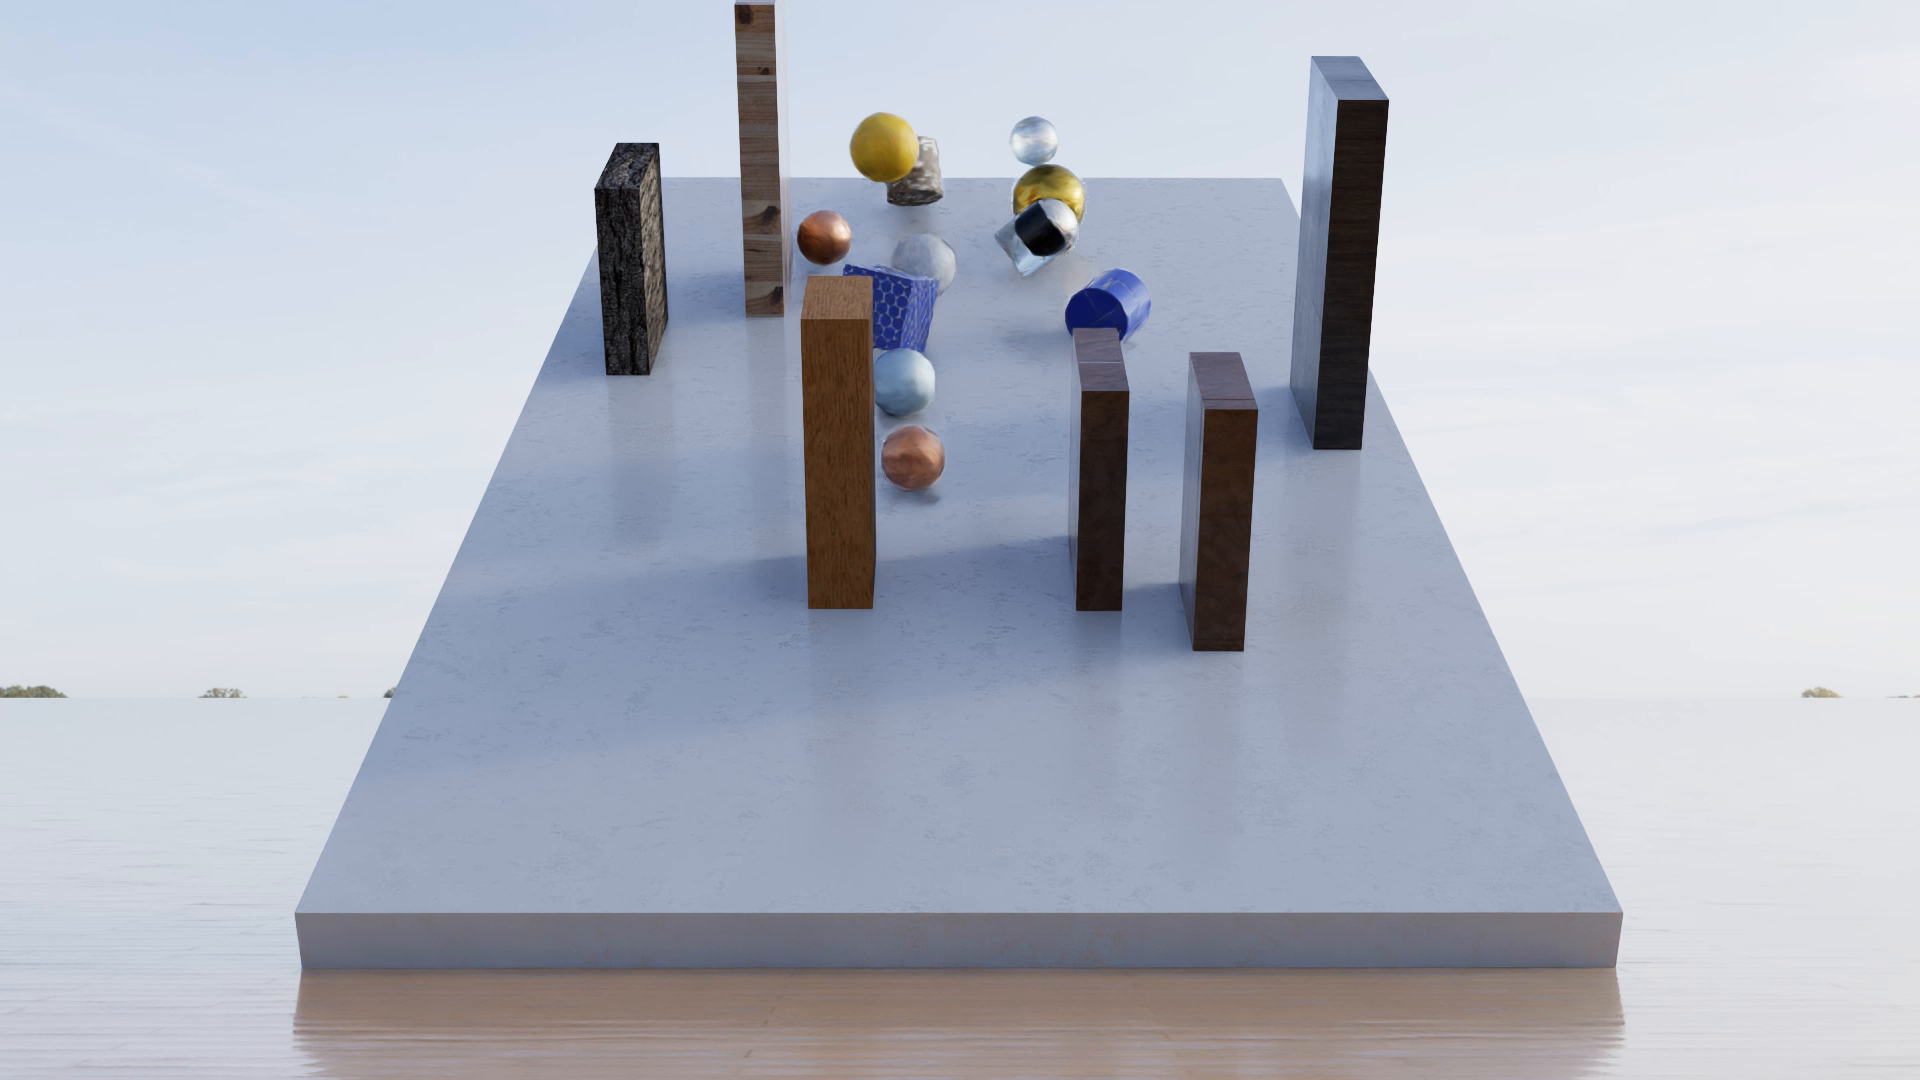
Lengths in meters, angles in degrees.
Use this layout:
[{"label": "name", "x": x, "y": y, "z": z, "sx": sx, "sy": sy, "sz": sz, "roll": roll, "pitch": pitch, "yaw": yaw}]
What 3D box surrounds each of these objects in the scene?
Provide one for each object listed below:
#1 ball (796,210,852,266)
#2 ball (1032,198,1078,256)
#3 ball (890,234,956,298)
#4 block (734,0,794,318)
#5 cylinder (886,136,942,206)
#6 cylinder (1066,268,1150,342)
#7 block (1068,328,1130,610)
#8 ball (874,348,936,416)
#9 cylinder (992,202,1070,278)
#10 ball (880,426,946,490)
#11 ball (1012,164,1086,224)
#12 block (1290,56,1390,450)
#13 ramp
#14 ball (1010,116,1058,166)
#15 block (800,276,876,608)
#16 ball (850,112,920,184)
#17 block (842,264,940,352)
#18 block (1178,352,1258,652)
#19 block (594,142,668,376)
[{"label": "ball", "x": -0.363, "y": -0.809, "z": 6.254, "sx": 0.148, "sy": 0.148, "sz": 0.148, "roll": 0, "pitch": -4, "yaw": 0}, {"label": "ball", "x": 0.241, "y": -0.846, "z": 6.332, "sx": 0.159, "sy": 0.159, "sz": 0.159, "roll": 0, "pitch": -4, "yaw": 0}, {"label": "ball", "x": -0.095, "y": -0.710, "z": 6.072, "sx": 0.173, "sy": 0.173, "sz": 0.173, "roll": 0, "pitch": -4, "yaw": 0}, {"label": "block", "x": -0.498, "y": -1.011, "z": 5.980, "sx": 0.097, "sy": 0.795, "sz": 0.383, "roll": 0, "pitch": 25, "yaw": 0}, {"label": "cylinder", "x": -0.138, "y": -1.072, "z": 6.793, "sx": 0.162, "sy": 0.162, "sz": 0.162, "roll": -6, "pitch": -8, "yaw": -1}, {"label": "cylinder", "x": 0.366, "y": -0.569, "z": 5.779, "sx": 0.163, "sy": 0.163, "sz": 0.163, "roll": -2, "pitch": 22, "yaw": 27}, {"label": "block", "x": 0.264, "y": -0.140, "z": 4.506, "sx": 0.088, "sy": 0.447, "sz": 0.344, "roll": 0, "pitch": 25, "yaw": 0}, {"label": "ball", "x": -0.133, "y": -0.360, "z": 5.332, "sx": 0.155, "sy": 0.155, "sz": 0.155, "roll": 0, "pitch": -4, "yaw": 0}, {"label": "cylinder", "x": 0.188, "y": -0.794, "z": 6.182, "sx": 0.147, "sy": 0.147, "sz": 0.147, "roll": -37, "pitch": -8, "yaw": 5}, {"label": "ball", "x": -0.100, "y": -0.174, "z": 4.946, "sx": 0.138, "sy": 0.138, "sz": 0.138, "roll": 0, "pitch": -4, "yaw": 0}, {"label": "ball", "x": 0.250, "y": -0.951, "z": 6.555, "sx": 0.208, "sy": 0.208, "sz": 0.208, "roll": 0, "pitch": -4, "yaw": 0}, {"label": "block", "x": 0.836, "y": -0.639, "z": 5.190, "sx": 0.107, "sy": 0.785, "sz": 0.396, "roll": 0, "pitch": 25, "yaw": 0}, {"label": "ramp", "x": -0.009, "y": -0.229, "z": 5.353, "sx": 2.000, "sy": 0.100, "sz": 4.000, "roll": 0, "pitch": 25, "yaw": 0}, {"label": "ball", "x": 0.207, "y": -1.111, "z": 6.506, "sx": 0.137, "sy": 0.137, "sz": 0.137, "roll": 0, "pitch": -4, "yaw": 0}, {"label": "block", "x": -0.227, "y": -0.185, "z": 4.440, "sx": 0.122, "sy": 0.582, "sz": 0.251, "roll": 0, "pitch": 25, "yaw": 0}, {"label": "ball", "x": -0.215, "y": -1.113, "z": 6.629, "sx": 0.199, "sy": 0.199, "sz": 0.199, "roll": 0, "pitch": -4, "yaw": 0}, {"label": "block", "x": -0.179, "y": -0.557, "z": 5.619, "sx": 0.178, "sy": 0.178, "sz": 0.178, "roll": 16, "pitch": 11, "yaw": 18}, {"label": "block", "x": 0.475, "y": -0.073, "z": 4.325, "sx": 0.094, "sy": 0.477, "sz": 0.293, "roll": 0, "pitch": 25, "yaw": 0}, {"label": "block", "x": -0.795, "y": -0.688, "z": 5.677, "sx": 0.104, "sy": 0.459, "sz": 0.409, "roll": 0, "pitch": 25, "yaw": 0}]
